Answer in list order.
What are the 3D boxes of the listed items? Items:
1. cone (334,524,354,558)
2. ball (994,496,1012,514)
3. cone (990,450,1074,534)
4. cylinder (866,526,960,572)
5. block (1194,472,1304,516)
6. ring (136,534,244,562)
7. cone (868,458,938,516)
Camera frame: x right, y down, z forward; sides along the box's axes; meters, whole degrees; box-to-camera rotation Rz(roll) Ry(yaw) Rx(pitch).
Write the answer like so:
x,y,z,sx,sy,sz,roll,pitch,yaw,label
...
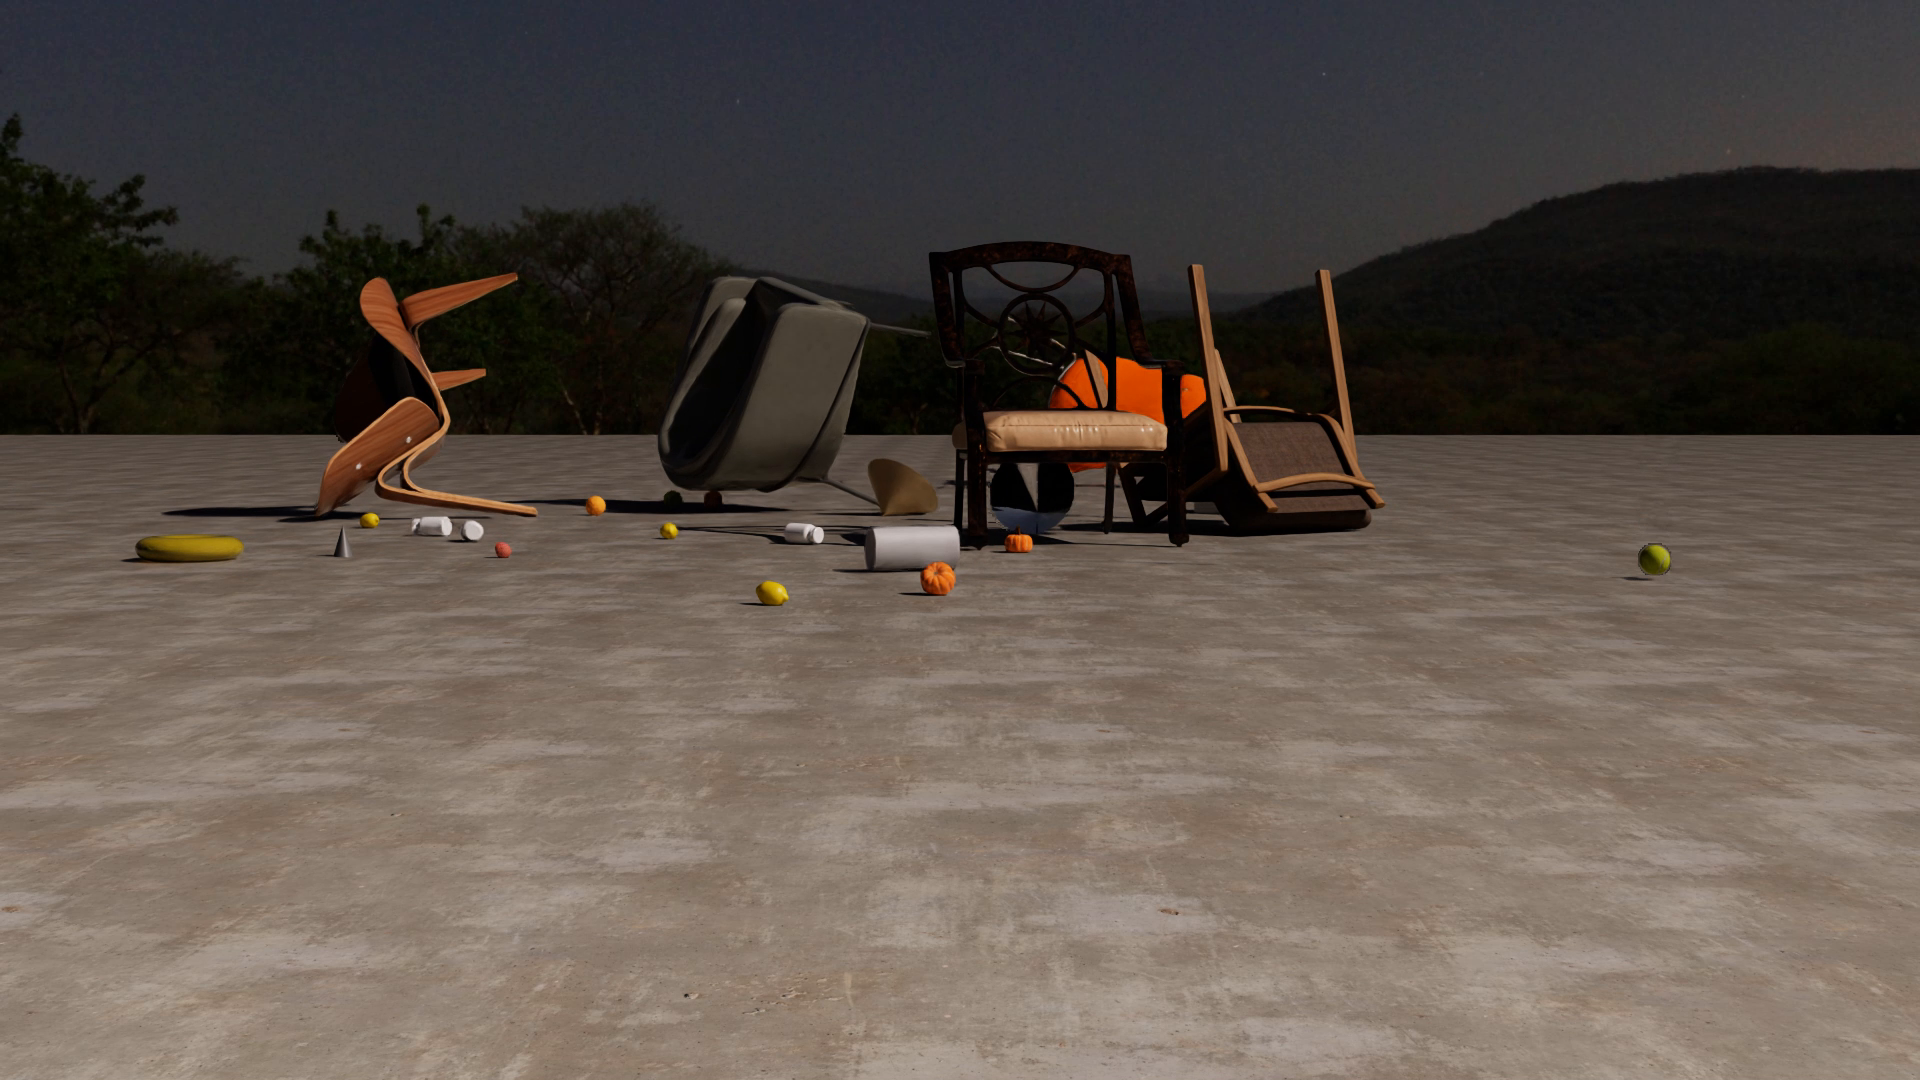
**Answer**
x,y,z,sx,sy,sz,roll,pitch,yaw,label
-1.659,0.000,5.914,0.052,0.087,0.094,-1,4,-21,cone
0.157,-0.129,7.960,0.064,0.064,0.064,0,4,0,ball
0.245,-0.094,6.966,0.267,0.312,0.234,-5,-31,9,cone
-0.117,0.022,5.437,0.219,0.109,0.085,-1,16,-21,cylinder
1.045,-0.169,7.955,0.326,0.144,0.223,3,5,35,block
-2.024,0.022,5.780,0.272,0.063,0.257,0,3,-12,ring
-0.239,-0.138,7.806,0.289,0.150,0.263,33,-32,-2,cone
